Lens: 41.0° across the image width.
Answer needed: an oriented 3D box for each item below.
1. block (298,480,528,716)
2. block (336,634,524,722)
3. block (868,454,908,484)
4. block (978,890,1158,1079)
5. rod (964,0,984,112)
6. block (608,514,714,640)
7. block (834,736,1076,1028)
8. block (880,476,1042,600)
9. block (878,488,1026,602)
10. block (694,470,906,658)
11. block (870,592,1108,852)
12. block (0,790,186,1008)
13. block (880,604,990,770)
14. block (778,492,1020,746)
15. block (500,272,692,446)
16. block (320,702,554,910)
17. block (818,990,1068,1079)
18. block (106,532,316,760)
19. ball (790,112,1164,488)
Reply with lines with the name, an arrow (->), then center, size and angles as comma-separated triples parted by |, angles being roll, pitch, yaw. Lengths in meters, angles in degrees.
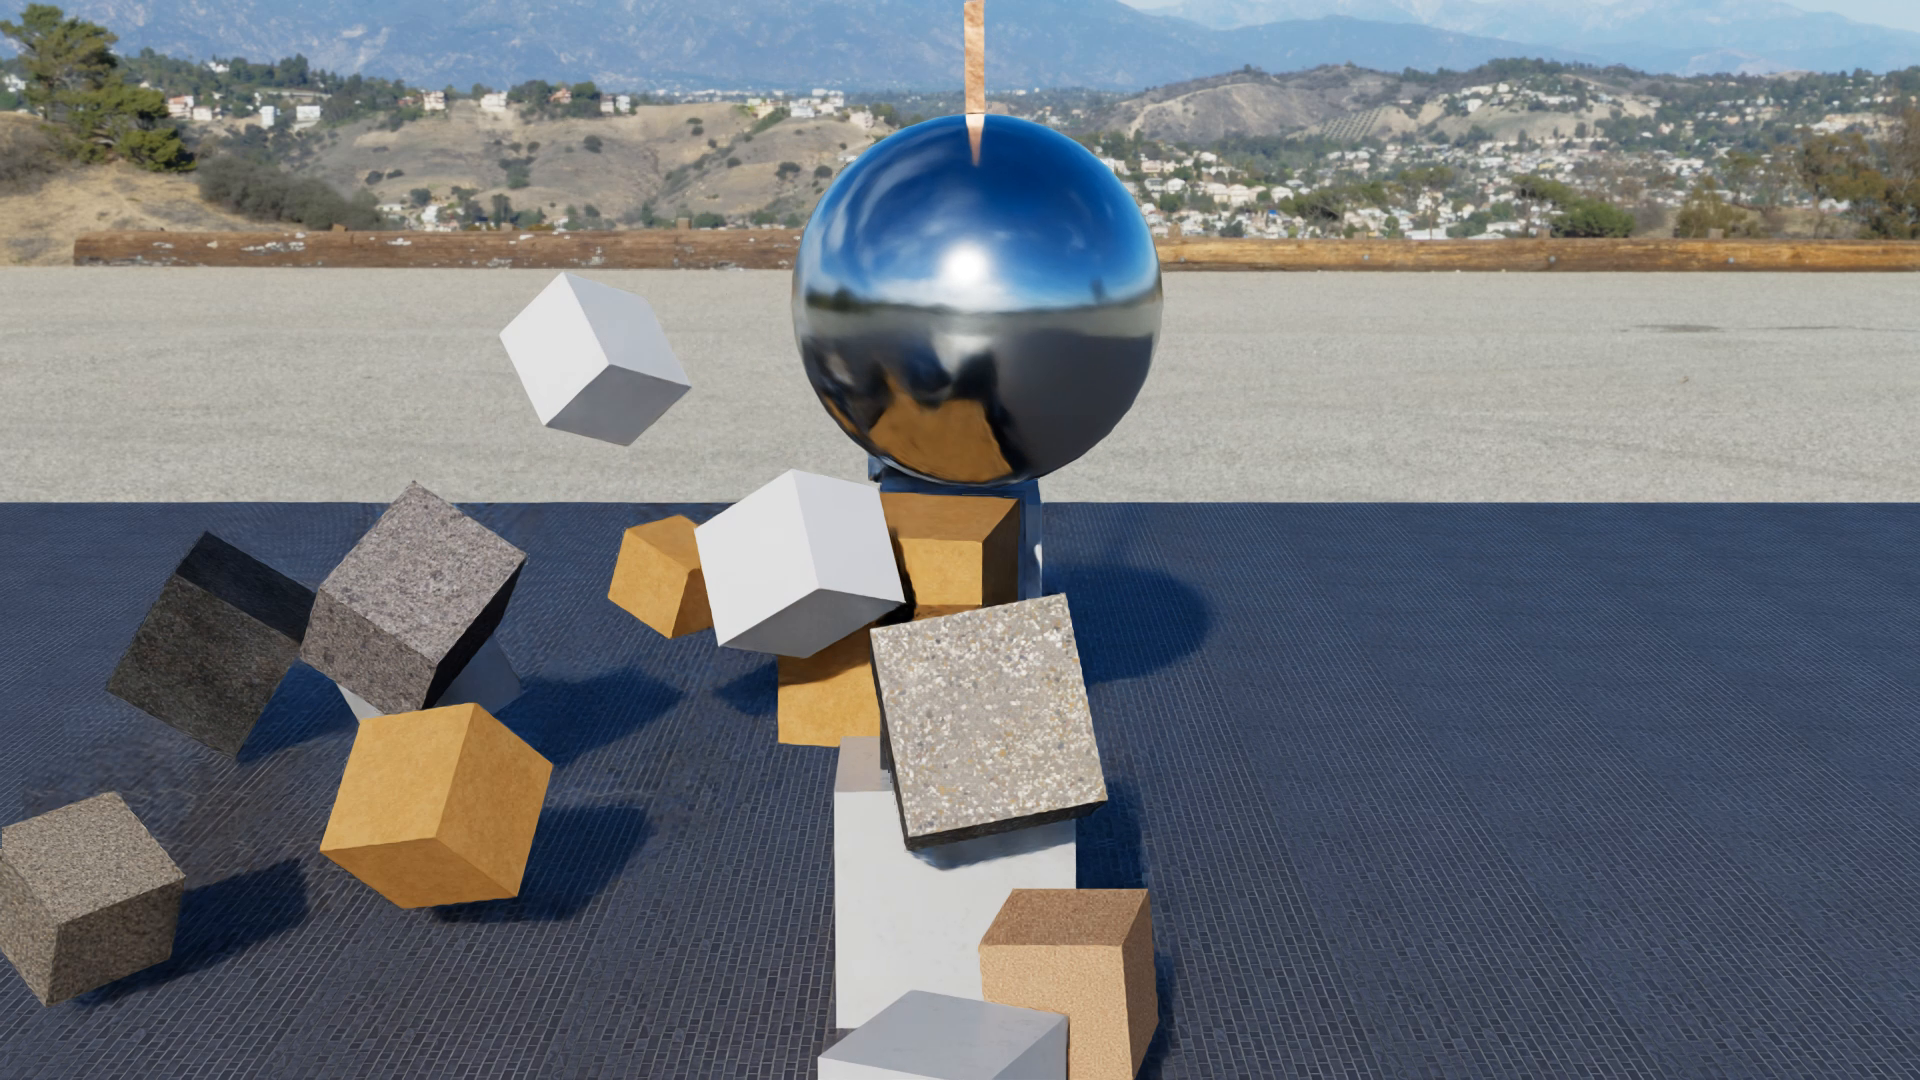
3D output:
block -> -2.462, 0.297, 11.542 | 0.614, 0.606, 0.734 | 33, 50, 0
block -> -2.690, 0.633, 12.748 | 0.582, 0.642, 0.680 | -36, 20, -31
block -> -0.032, -0.603, 12.595 | 0.604, 0.563, 0.633 | 12, -26, -27
block -> 0.359, 1.436, 8.302 | 0.459, 0.460, 0.498 | -2, 12, 15
rod -> 0.032, -4.365, 10.387 | 0.080, 5.200, 0.080 | -1, 10, 0
block -> -1.382, 0.176, 12.463 | 0.428, 0.384, 0.398 | 31, 27, 27
block -> -0.022, 1.298, 9.877 | 0.888, 0.911, 0.796 | 0, 10, -1
block -> -0.002, 0.201, 12.282 | 0.756, 0.896, 0.749 | 0, 11, 0
block -> -0.091, 0.217, 11.464 | 0.735, 0.787, 0.712 | 1, 10, 4
block -> -0.609, 0.098, 9.703 | 0.546, 0.483, 0.466 | -30, -26, 34
block -> 0.083, 0.658, 9.078 | 0.685, 0.722, 0.720 | -10, -10, -4
block -> -3.313, 1.344, 9.662 | 0.518, 0.452, 0.515 | -20, 52, -44
block -> -0.019, 0.564, 9.913 | 0.558, 0.521, 0.566 | 0, 10, 1
block -> -0.245, 0.325, 10.652 | 0.843, 0.885, 0.804 | 3, 14, 11
block -> -1.715, -0.845, 12.084 | 0.463, 0.562, 0.590 | -40, -27, 22
block -> -2.063, 1.056, 10.143 | 0.590, 0.589, 0.513 | -10, -38, 29
block -> -0.045, 1.813, 7.859 | 0.539, 0.621, 0.632 | 5, 11, 25
block -> -3.839, 0.539, 13.305 | 0.726, 0.730, 0.723 | 31, 13, -12
ball -> 0.074, -1.020, 10.995 | 1.600, 1.600, 1.600 | 0, 10, 0
